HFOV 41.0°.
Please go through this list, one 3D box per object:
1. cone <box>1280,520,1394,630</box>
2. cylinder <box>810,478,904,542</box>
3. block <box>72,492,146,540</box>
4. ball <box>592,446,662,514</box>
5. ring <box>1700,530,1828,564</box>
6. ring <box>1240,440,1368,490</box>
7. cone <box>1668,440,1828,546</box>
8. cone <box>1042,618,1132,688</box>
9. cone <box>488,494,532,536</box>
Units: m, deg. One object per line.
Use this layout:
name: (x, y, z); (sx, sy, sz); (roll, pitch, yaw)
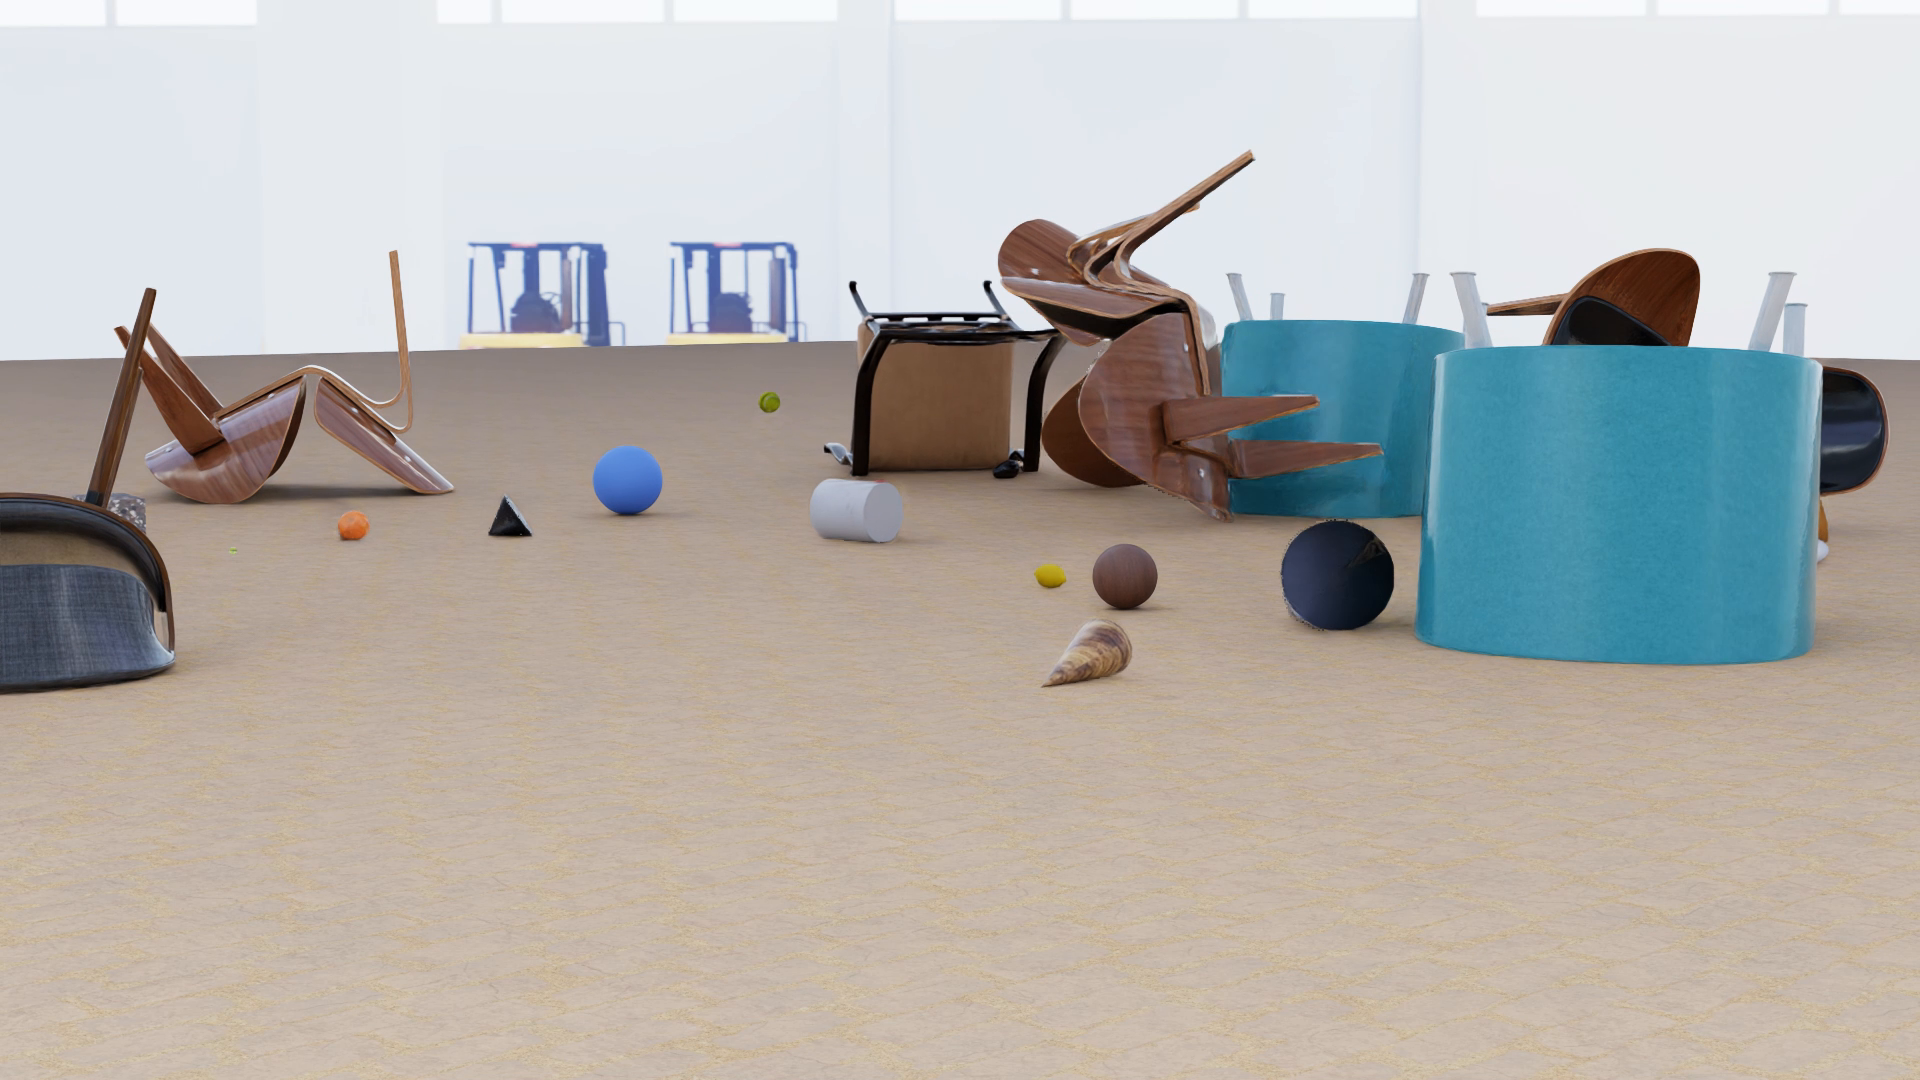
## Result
cone: (0.677, 0.105, 4.912); (0.242, 0.211, 0.231); (-31, -9, -24)
cylinder: (-0.258, -0.073, 6.390); (0.175, 0.150, 0.155); (5, -13, 38)
block: (-2.161, -0.060, 6.515); (0.127, 0.099, 0.209); (-4, 7, -32)
ball: (-0.917, -0.165, 7.083); (0.192, 0.192, 0.192); (0, 6, 0)
ring: (1.869, 0.017, 5.970); (0.272, 0.059, 0.347); (0, 5, -9)
ring: (1.075, -0.235, 8.009); (0.399, 0.142, 0.413); (2, 5, 12)
cone: (1.894, -0.051, 6.283); (0.348, 0.276, 0.320); (-21, -2, 4)
cone: (0.184, 0.206, 4.176); (0.112, 0.098, 0.181); (-17, 9, 44)
cone: (-1.161, -0.038, 6.525); (0.094, 0.128, 0.109); (-34, 30, -3)
